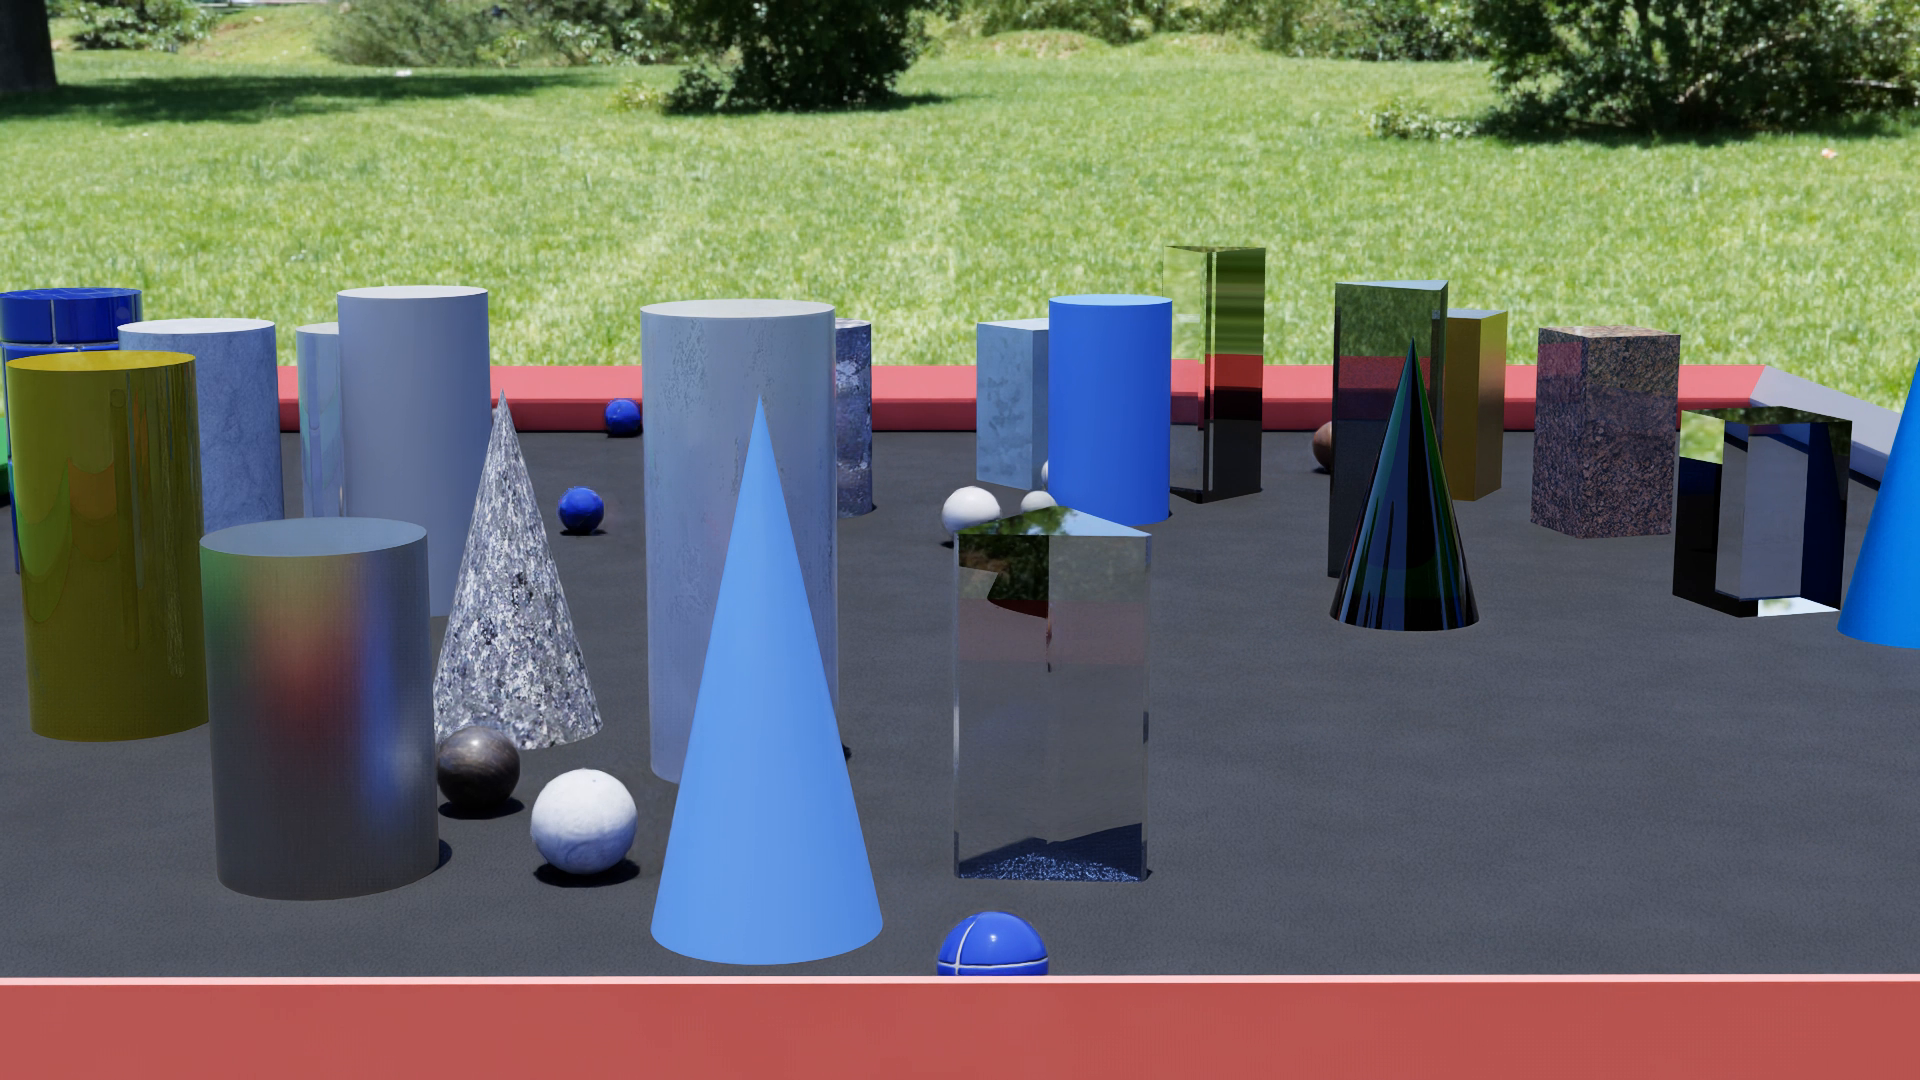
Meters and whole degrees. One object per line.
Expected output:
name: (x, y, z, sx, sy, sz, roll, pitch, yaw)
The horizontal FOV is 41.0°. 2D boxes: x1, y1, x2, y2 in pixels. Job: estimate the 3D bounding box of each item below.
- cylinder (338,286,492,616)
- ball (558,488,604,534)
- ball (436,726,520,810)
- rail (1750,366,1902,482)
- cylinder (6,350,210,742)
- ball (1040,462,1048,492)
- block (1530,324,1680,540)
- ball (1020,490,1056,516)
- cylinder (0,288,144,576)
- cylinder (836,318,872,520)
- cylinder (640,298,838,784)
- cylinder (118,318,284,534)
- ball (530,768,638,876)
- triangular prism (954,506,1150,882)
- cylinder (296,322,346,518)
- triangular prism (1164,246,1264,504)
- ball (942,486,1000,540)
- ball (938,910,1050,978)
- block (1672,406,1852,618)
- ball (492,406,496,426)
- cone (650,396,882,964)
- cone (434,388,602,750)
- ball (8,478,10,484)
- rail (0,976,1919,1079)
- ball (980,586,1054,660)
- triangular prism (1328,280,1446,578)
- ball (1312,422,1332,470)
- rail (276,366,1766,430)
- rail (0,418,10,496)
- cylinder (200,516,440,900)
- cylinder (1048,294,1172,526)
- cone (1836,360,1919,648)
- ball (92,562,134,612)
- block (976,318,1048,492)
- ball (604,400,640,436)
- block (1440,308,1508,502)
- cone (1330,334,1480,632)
cylinder: (-0.736, -0.124, 3.489, 0.199, 0.426, 0.199, 0, 10, 0)
ball: (-0.597, -0.046, 4.043, 0.072, 0.072, 0.072, 0, 10, 0)
ball: (-0.478, 0.225, 2.540, 0.084, 0.084, 0.084, 0, 10, 0)
rail: (1.617, 0.032, 3.458, 0.045, 0.129, 3.533, 0, 10, 0)
cylinder: (-0.944, 0.002, 2.859, 0.199, 0.407, 0.199, 0, 10, 0)
ball: (0.173, -0.108, 4.378, 0.071, 0.071, 0.071, 0, 10, 0)
block: (1.021, -0.174, 4.064, 0.159, 0.315, 0.159, -3, 11, -16)
ball: (0.126, -0.049, 4.095, 0.059, 0.059, 0.059, 0, 10, 0)
cylinder: (-1.283, -0.158, 3.736, 0.199, 0.403, 0.199, 0, 10, 0)
cylinder: (-0.245, -0.203, 4.231, 0.199, 0.311, 0.199, 0, 10, 0)
cylinder: (-0.227, 0.000, 2.666, 0.199, 0.482, 0.199, 0, 10, 0)
cylinder: (-1.002, -0.090, 3.404, 0.199, 0.390, 0.199, 0, 10, 0)
ball: (-0.342, 0.257, 2.337, 0.097, 0.097, 0.097, 0, 10, 0)
triangular prism: (0.087, 0.138, 2.370, 0.172, 0.318, 0.149, 1, 11, 4)
cylinder: (-0.877, -0.143, 3.810, 0.199, 0.347, 0.199, 0, 10, 0)
triangular prism: (0.406, -0.289, 4.392, 0.149, 0.421, 0.172, 9, 14, 41)
ball: (0.017, -0.037, 3.939, 0.091, 0.091, 0.091, 0, 10, 0)
ball: (0.026, 0.329, 1.974, 0.086, 0.086, 0.086, 0, 10, 0)
block: (1.092, -0.041, 3.501, 0.159, 0.259, 0.159, -3, 11, -17)
ball: (-0.930, -0.239, 5.133, 0.054, 0.054, 0.054, 0, 10, 0)
cone: (-0.166, 0.105, 2.161, 0.199, 0.459, 0.199, 0, 10, 0)
cone: (-0.498, 0.021, 2.825, 0.199, 0.383, 0.199, 0, 10, 0)
ball: (-1.558, -0.108, 4.327, 0.090, 0.090, 0.090, 0, 10, 0)
rail: (0.010, 0.350, 1.735, 3.281, 0.129, 0.045, 0, 10, 0)
ball: (0.070, 0.103, 3.186, 0.090, 0.090, 0.090, 0, 10, 0)
triangular prism: (0.644, -0.155, 3.662, 0.172, 0.423, 0.149, 10, 15, 44)
ball: (0.686, -0.171, 4.657, 0.093, 0.093, 0.093, 0, 10, 0)
rail: (-0.010, -0.284, 5.162, 3.281, 0.129, 0.045, 0, 10, 0)
rail: (-1.617, 0.035, 3.440, 0.045, 0.129, 3.533, 0, 10, 0)
cylinder: (-0.581, 0.149, 2.336, 0.199, 0.309, 0.199, 0, 10, 0)
cylinder: (0.243, -0.214, 4.173, 0.199, 0.354, 0.199, 0, 10, 0)
cone: (1.245, -0.101, 3.296, 0.199, 0.451, 0.199, 0, 10, 0)
ball: (-1.136, 0.064, 3.460, 0.066, 0.066, 0.066, 0, 10, 0)
block: (0.141, -0.242, 4.529, 0.159, 0.280, 0.159, -8, 13, -36)
ball: (-0.672, -0.244, 5.109, 0.072, 0.072, 0.072, 0, 10, 0)
block: (0.837, -0.237, 4.420, 0.159, 0.310, 0.159, 5, 12, 27)
cone: (0.596, -0.085, 3.408, 0.199, 0.378, 0.199, 0, 10, 0)
